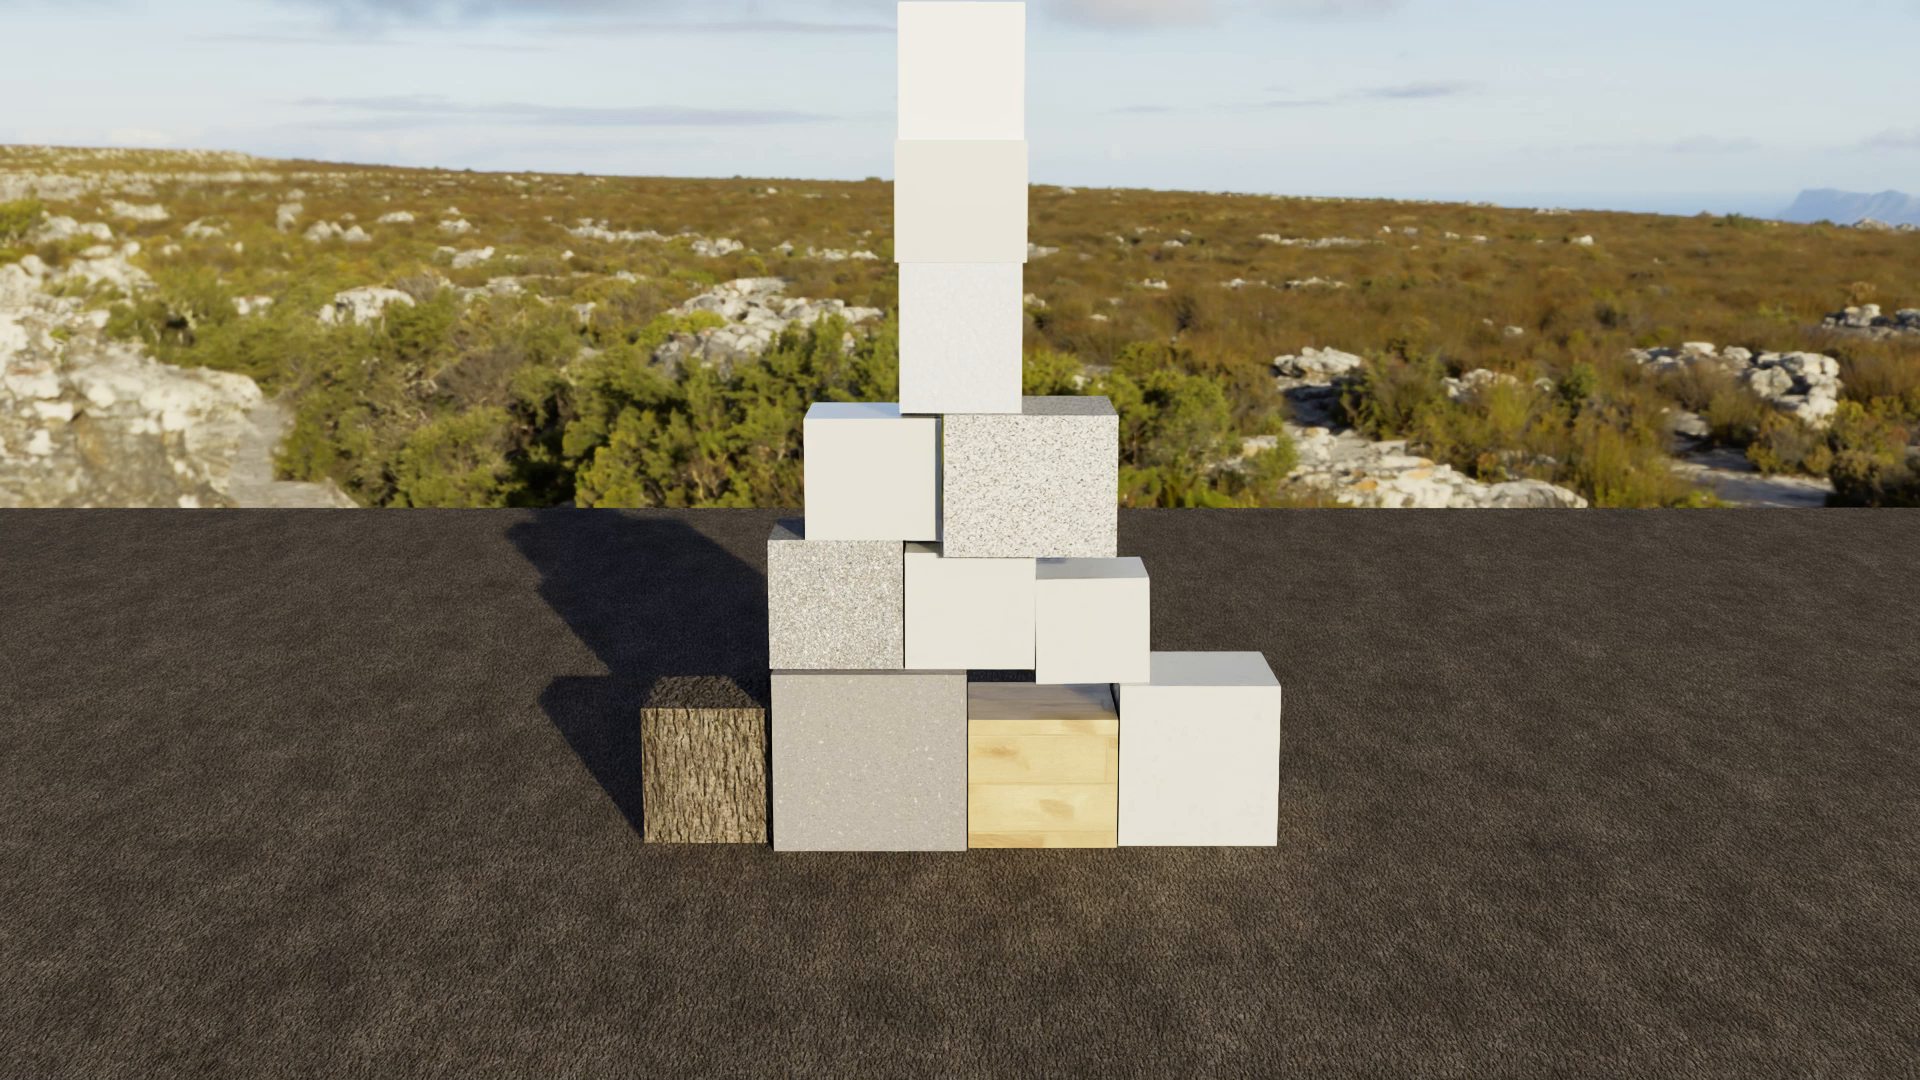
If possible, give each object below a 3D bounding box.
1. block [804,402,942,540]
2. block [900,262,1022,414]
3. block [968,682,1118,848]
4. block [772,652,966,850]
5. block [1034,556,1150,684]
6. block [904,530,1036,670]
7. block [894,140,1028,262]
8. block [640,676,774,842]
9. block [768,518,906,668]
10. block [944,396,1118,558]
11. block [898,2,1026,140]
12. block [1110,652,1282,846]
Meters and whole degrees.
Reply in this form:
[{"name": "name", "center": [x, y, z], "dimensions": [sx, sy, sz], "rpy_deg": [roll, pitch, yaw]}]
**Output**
[{"name": "block", "center": [-0.427, -0.356, 11.131], "dimensions": [0.674, 0.603, 0.667], "rpy_deg": [0, 10, 0]}, {"name": "block", "center": [0.004, -1.042, 11.008], "dimensions": [0.595, 0.731, 0.704], "rpy_deg": [0, 10, 0]}, {"name": "block", "center": [0.415, 1.152, 11.381], "dimensions": [0.746, 0.662, 0.777], "rpy_deg": [0, 10, 0]}, {"name": "block", "center": [-0.450, 1.032, 11.357], "dimensions": [0.963, 0.905, 0.879], "rpy_deg": [0, 10, 0]}, {"name": "block", "center": [0.661, 0.404, 11.248], "dimensions": [0.567, 0.532, 0.562], "rpy_deg": [-1, 10, 0]}, {"name": "block", "center": [0.050, 0.298, 11.225], "dimensions": [0.646, 0.588, 0.634], "rpy_deg": [0, 10, 0]}, {"name": "block", "center": [0.005, -1.687, 10.892], "dimensions": [0.637, 0.581, 0.723], "rpy_deg": [0, 10, 0]}, {"name": "block", "center": [-1.269, 1.128, 11.403], "dimensions": [0.656, 0.700, 0.675], "rpy_deg": [0, 10, 0]}, {"name": "block", "center": [-0.616, 0.265, 11.228], "dimensions": [0.666, 0.652, 0.641], "rpy_deg": [0, 10, 0]}, {"name": "block", "center": [0.344, -0.333, 11.102], "dimensions": [0.844, 0.697, 0.834], "rpy_deg": [0, 10, 0]}, {"name": "block", "center": [0.006, -2.285, 10.764], "dimensions": [0.601, 0.641, 0.623], "rpy_deg": [0, 10, 0]}, {"name": "block", "center": [1.198, 1.067, 11.388], "dimensions": [0.799, 0.826, 0.756], "rpy_deg": [0, 10, 0]}]
